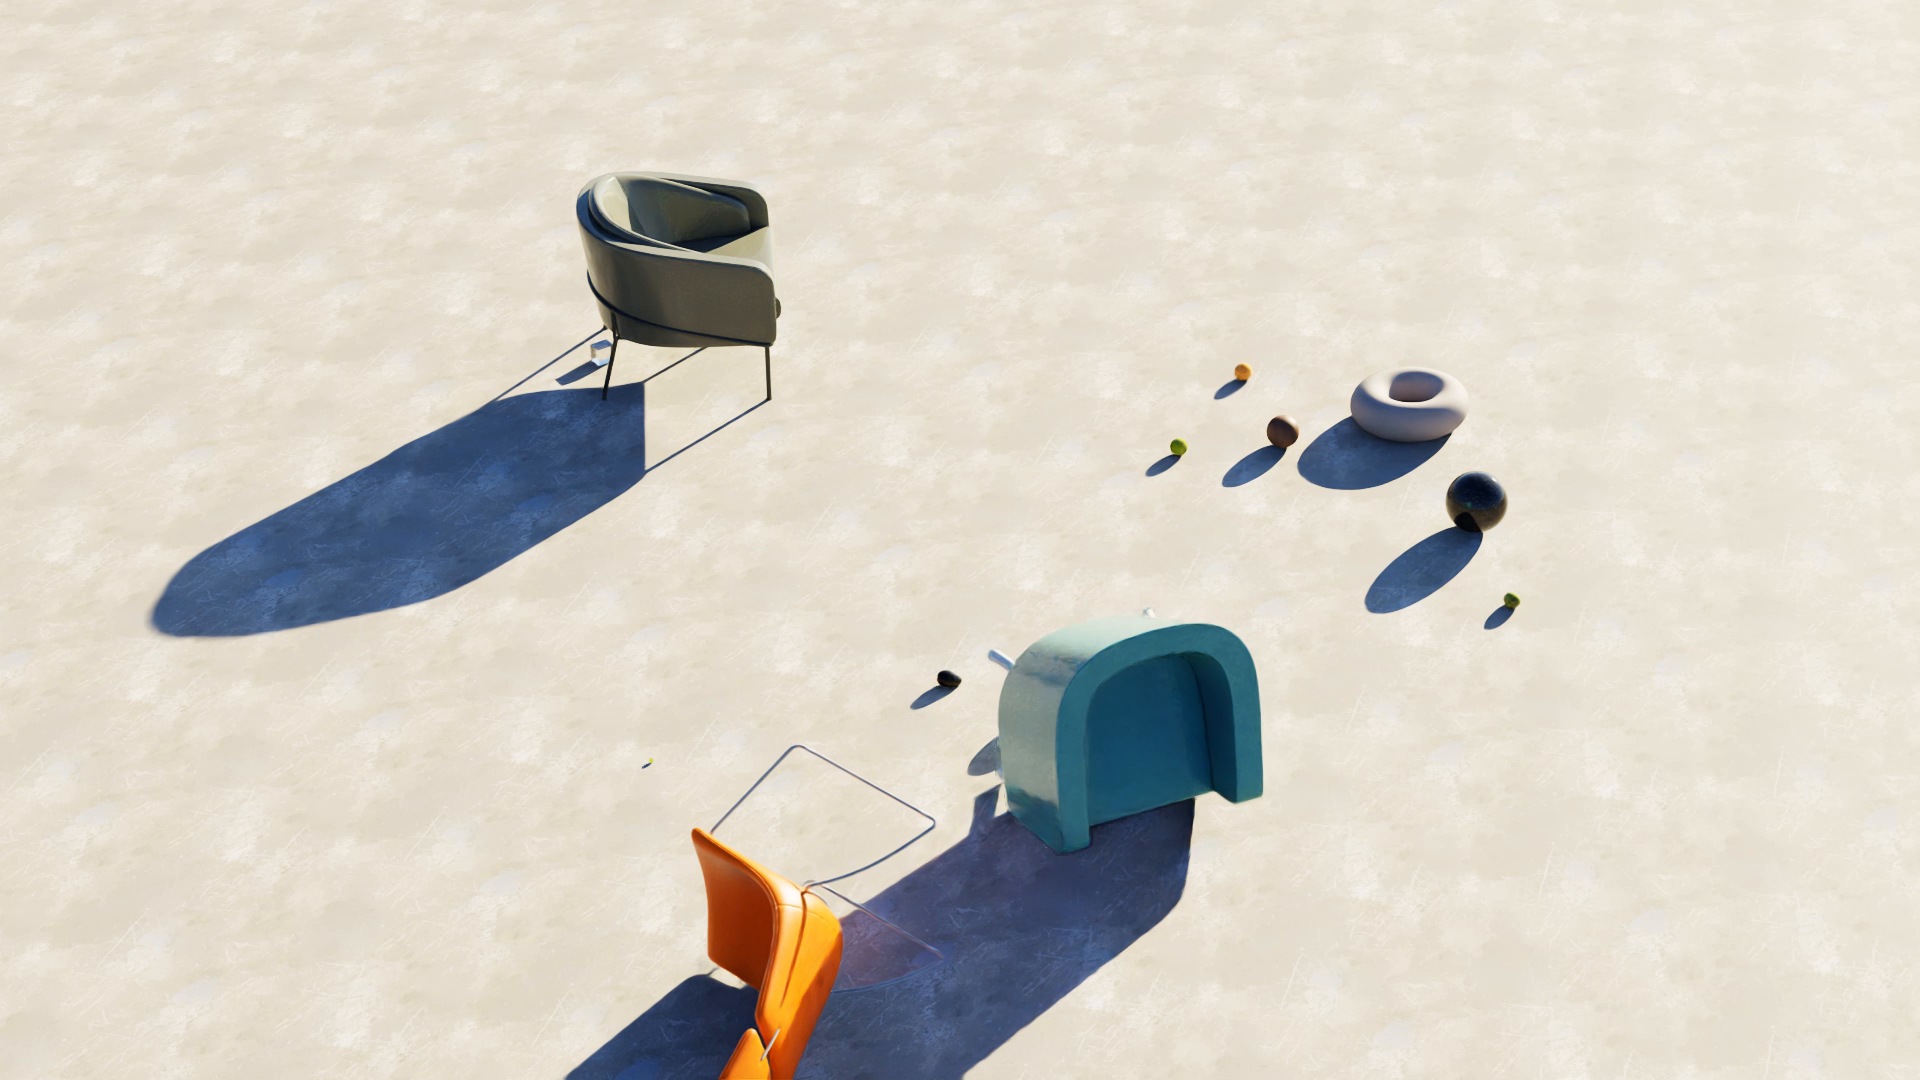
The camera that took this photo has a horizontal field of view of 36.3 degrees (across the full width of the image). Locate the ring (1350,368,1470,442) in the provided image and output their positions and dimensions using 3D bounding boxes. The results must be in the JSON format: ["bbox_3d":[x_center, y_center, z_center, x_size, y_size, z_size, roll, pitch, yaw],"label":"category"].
[{"bbox_3d":[1.782,-0.539,11.618,0.478,0.163,0.404,-8,35,-10],"label":"ring"}]

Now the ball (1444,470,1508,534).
[{"bbox_3d":[1.929,-0.143,10.949,0.235,0.235,0.235,0,33,0],"label":"ball"}]

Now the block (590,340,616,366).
[{"bbox_3d":[-1.469,-0.771,12.049,0.077,0.072,0.064,-22,39,-30],"label":"block"}]
